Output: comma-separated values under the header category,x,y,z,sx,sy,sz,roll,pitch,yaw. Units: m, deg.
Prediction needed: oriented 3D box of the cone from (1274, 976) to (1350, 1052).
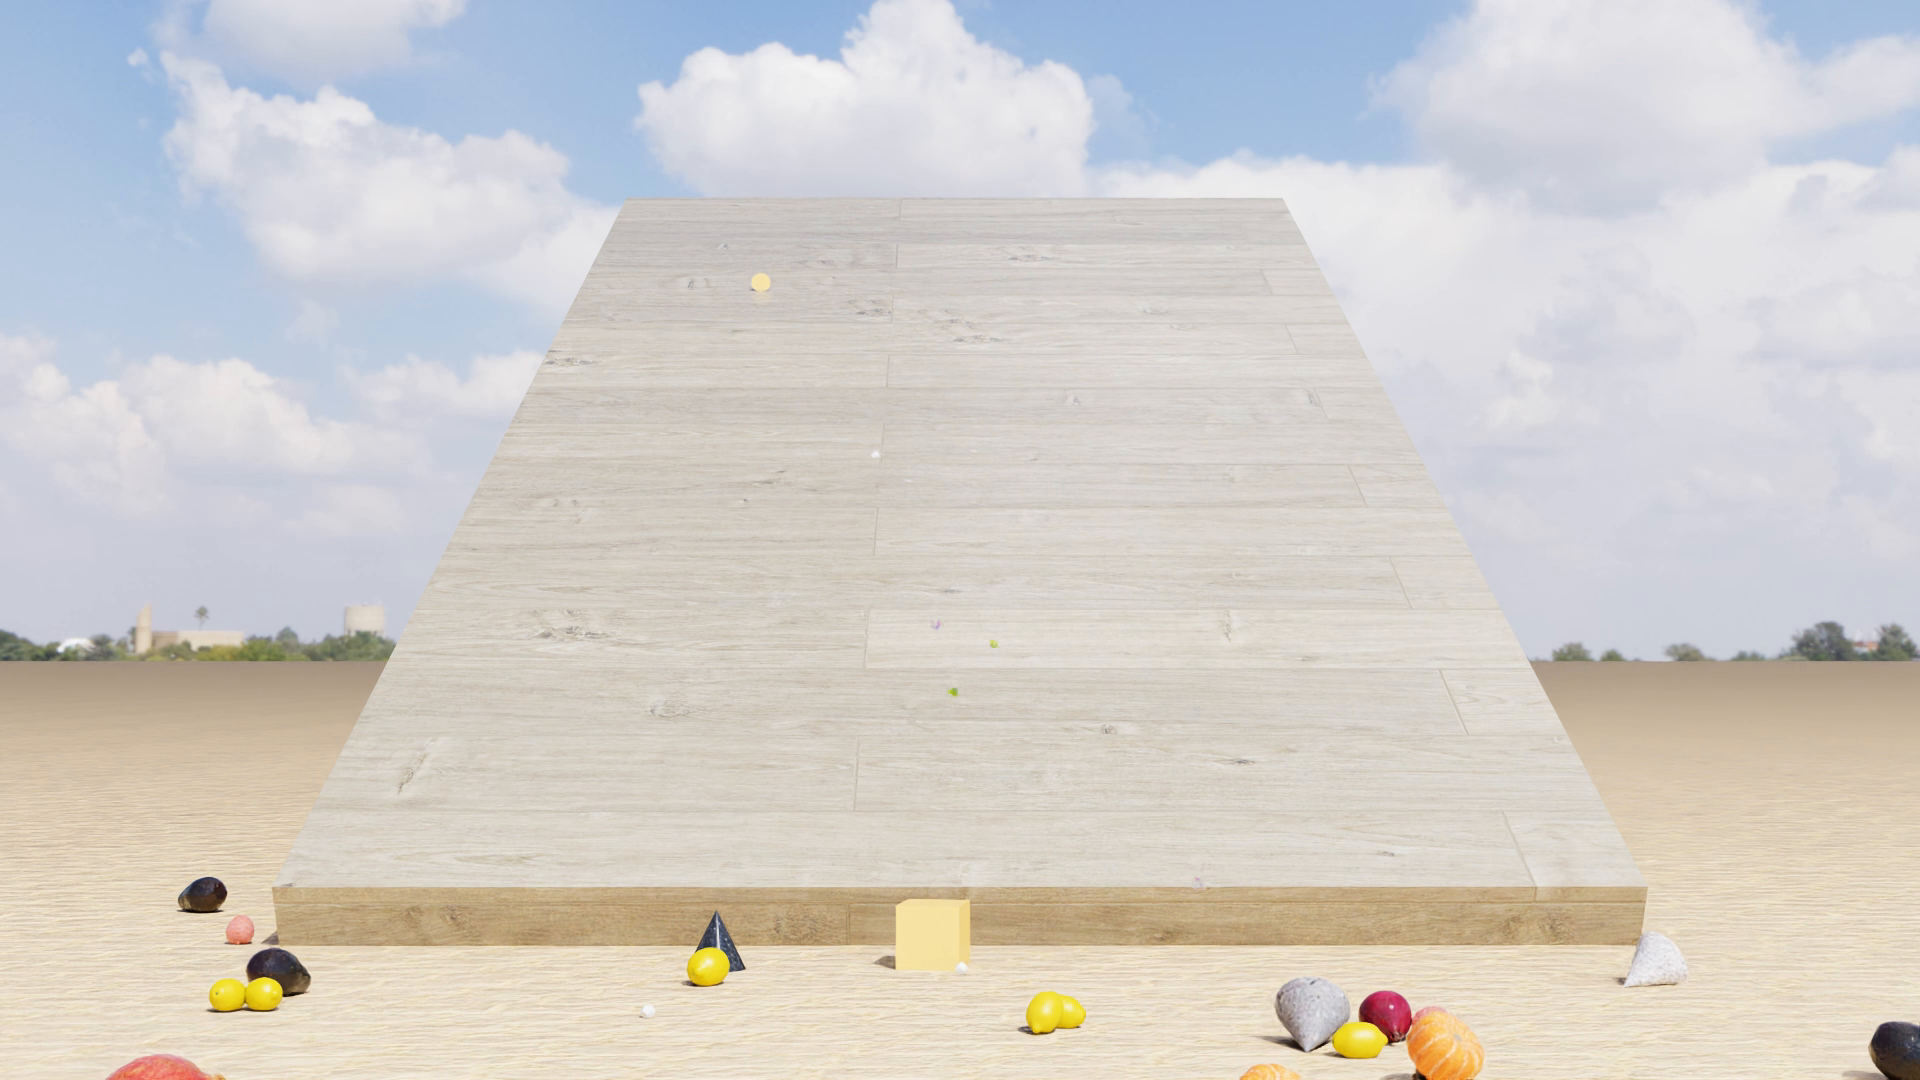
category,x,y,z,sx,sy,sz,roll,pitch,yaw
cone,0.380,0.534,2.512,0.083,0.083,0.083,-1,24,14

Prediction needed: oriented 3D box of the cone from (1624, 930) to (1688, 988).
category,x,y,z,sx,sy,sz,roll,pitch,yaw
cone,0.882,0.558,2.980,0.078,0.078,0.078,-29,11,-26

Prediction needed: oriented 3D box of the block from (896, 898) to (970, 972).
category,x,y,z,sx,sy,sz,roll,pitch,yaw
block,-0.036,0.541,3.165,0.087,0.087,0.087,0,-3,10

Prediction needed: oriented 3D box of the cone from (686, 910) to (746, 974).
category,x,y,z,sx,sy,sz,roll,pitch,yaw
cone,-0.332,0.543,3.141,0.081,0.081,0.081,0,-3,0

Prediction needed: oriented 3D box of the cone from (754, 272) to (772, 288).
category,x,y,z,sx,sy,sz,roll,pitch,yaw
cone,-0.527,-0.680,6.142,0.050,0.050,0.050,1,-27,-13

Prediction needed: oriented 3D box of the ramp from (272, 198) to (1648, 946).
category,x,y,z,sx,sy,sz,roll,pitch,yaw
ramp,-0.007,-0.225,5.217,2.000,0.100,4.000,0,23,0
